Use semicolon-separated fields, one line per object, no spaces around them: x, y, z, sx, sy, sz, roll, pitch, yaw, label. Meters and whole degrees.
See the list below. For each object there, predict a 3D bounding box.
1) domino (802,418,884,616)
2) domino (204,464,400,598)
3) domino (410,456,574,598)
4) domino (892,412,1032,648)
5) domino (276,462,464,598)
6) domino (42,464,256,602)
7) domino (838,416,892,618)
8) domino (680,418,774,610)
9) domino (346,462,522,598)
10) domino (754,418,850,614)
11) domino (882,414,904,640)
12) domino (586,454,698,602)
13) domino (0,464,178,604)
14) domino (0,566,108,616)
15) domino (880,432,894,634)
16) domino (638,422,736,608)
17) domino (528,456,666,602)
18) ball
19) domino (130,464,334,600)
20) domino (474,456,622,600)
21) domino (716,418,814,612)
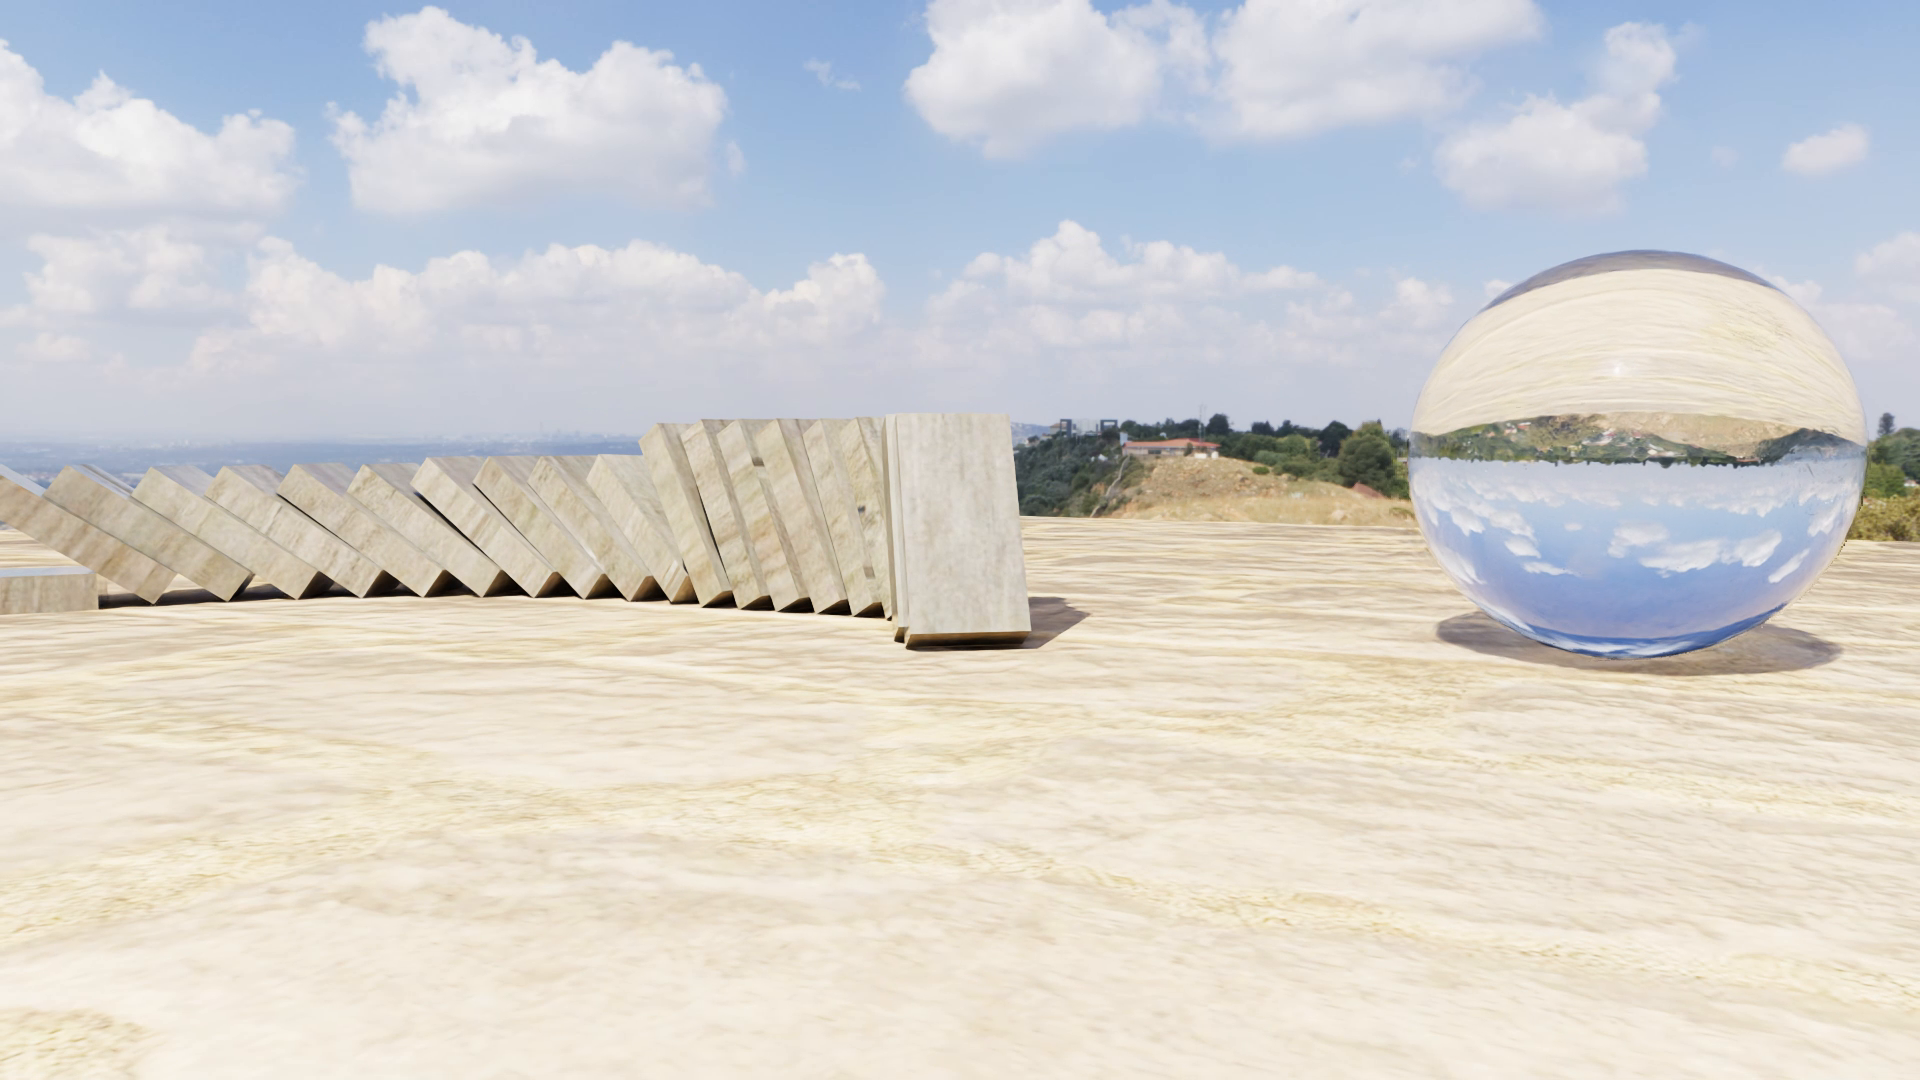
-0.021;-0.006;0.327;0.025;0.050;0.010;-3;-21;-39;domino
-0.183;-0.003;0.363;0.050;0.010;0.025;35;2;-5;domino
-0.130;-0.004;0.368;0.050;0.010;0.025;40;13;9;domino
0.000;-0.003;0.275;0.025;0.050;0.009;-1;-21;-10;domino
-0.165;-0.003;0.367;0.050;0.009;0.025;36;5;-1;domino
-0.217;-0.002;0.348;0.050;0.010;0.025;37;-10;-19;domino
-0.012;-0.006;0.321;0.025;0.050;0.010;-2;-22;-37;domino
-0.054;-0.008;0.341;0.009;0.050;0.025;-30;-16;37;domino
-0.147;-0.004;0.369;0.050;0.009;0.025;37;9;6;domino
-0.033;-0.007;0.333;0.010;0.050;0.025;-30;-16;37;domino
-0.003;-0.003;0.285;0.025;0.050;0.009;-1;-21;-10;domino
-0.081;-0.004;0.358;0.025;0.010;0.050;-2;44;-50;domino
-0.232;-0.002;0.336;0.050;0.009;0.025;38;-14;-26;domino
-0.249;0.013;0.327;0.050;0.010;0.025;-2;5;-29;domino
-0.004;-0.004;0.296;0.025;0.050;0.010;-1;-21;-10;domino
-0.066;-0.007;0.346;0.009;0.050;0.025;-35;-18;35;domino
-0.097;-0.004;0.362;0.050;0.009;0.025;45;24;20;domino
0.130;-0.016;0.253;0.080;0.080;0.080;0;4;0;ball
-0.200;-0.003;0.358;0.050;0.010;0.025;35;-1;-9;domino
-0.113;-0.005;0.367;0.050;0.010;0.025;43;19;15;domino
-0.044;-0.007;0.337;0.010;0.050;0.025;-30;-16;37;domino
